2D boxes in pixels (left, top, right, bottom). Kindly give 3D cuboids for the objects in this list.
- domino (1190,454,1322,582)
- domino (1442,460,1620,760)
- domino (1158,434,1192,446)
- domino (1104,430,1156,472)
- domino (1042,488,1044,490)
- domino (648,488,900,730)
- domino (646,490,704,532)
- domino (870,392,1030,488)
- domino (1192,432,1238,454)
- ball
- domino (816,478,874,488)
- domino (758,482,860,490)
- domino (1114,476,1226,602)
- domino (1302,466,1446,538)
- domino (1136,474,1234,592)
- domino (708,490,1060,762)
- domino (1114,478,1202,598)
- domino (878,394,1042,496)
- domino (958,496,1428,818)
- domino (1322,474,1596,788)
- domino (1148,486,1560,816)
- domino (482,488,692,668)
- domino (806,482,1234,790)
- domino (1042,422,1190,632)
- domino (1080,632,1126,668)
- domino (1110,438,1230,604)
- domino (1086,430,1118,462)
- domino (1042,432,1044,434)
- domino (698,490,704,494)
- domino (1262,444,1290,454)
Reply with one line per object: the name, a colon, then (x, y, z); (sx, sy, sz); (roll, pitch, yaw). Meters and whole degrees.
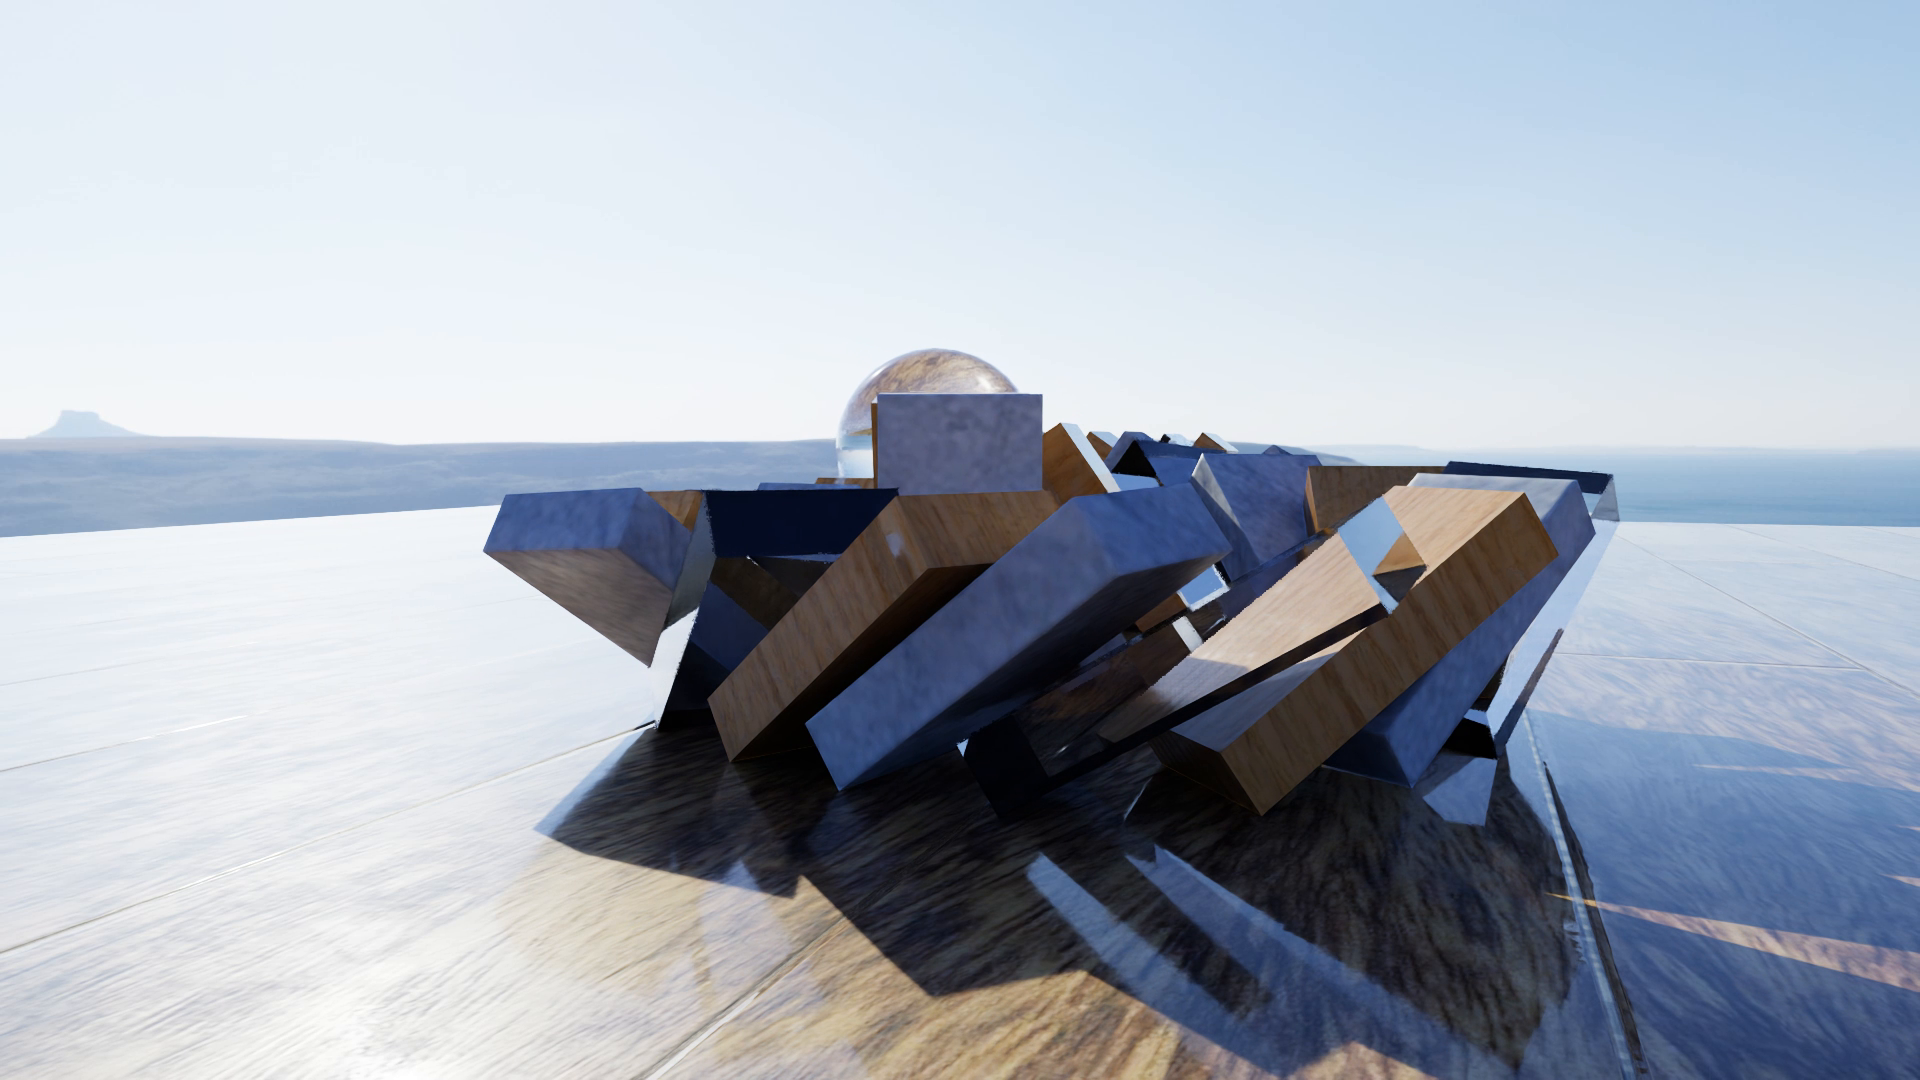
domino: (0.062, 0.005, 0.233); (0.025, 0.009, 0.050); (-1, 46, -19)
domino: (0.076, 0.008, 0.191); (0.025, 0.009, 0.050); (10, 47, 43)
domino: (0.059, -0.012, 0.421); (0.009, 0.050, 0.025); (40, 17, 14)
domino: (0.048, -0.013, 0.427); (0.009, 0.050, 0.025); (37, 16, 15)
domino: (0.028, 0.002, 0.302); (0.025, 0.009, 0.050); (3, -29, 34)
domino: (-0.027, 0.011, 0.178); (0.025, 0.009, 0.050); (-2, -31, -24)
domino: (-0.038, 0.008, 0.219); (0.025, 0.009, 0.050); (1, -28, 36)
domino: (-0.001, 0.001, 0.215); (0.025, 0.050, 0.009); (0, 16, 5)
domino: (0.069, -0.012, 0.415); (0.009, 0.050, 0.025); (40, 15, 14)
ball: (-0.009, -0.036, 0.507); (0.080, 0.080, 0.080); (0, 4, 0)
domino: (-0.007, 0.005, 0.264); (0.025, 0.009, 0.050); (3, -29, 39)
domino: (-0.016, 0.006, 0.249); (0.025, 0.009, 0.050); (3, -28, 38)
domino: (0.051, 0.000, 0.334); (0.025, 0.009, 0.050); (2, -27, 26)
domino: (0.073, 0.007, 0.215); (0.025, 0.009, 0.050); (1, 43, 7)
domino: (0.062, -0.001, 0.351); (0.025, 0.010, 0.050); (2, -27, 14)
domino: (-0.010, 0.012, 0.166); (0.025, 0.009, 0.050); (-4, -30, -42)
domino: (0.040, 0.001, 0.318); (0.025, 0.009, 0.050); (3, -27, 31)
domino: (0.000, 0.002, 0.200); (0.025, 0.050, 0.009); (0, 5, 0)
domino: (0.026, 0.013, 0.145); (0.050, 0.010, 0.025); (-34, -7, 29)
domino: (0.063, 0.010, 0.177); (0.050, 0.009, 0.025); (-44, 27, -24)
domino: (0.048, 0.012, 0.163); (0.050, 0.009, 0.025); (-37, 14, -12)
domino: (-0.046, 0.009, 0.200); (0.025, 0.009, 0.050); (-2, -30, 26)
domino: (0.006, 0.012, 0.154); (0.025, 0.010, 0.050); (-9, -27, -51)
domino: (0.031, 0.001, 0.247); (0.009, 0.050, 0.025); (-35, -4, 13)
domino: (0.015, -0.001, 0.242); (0.009, 0.050, 0.025); (-30, 7, 5)
domino: (0.052, 0.002, 0.249); (0.025, 0.009, 0.050); (4, 45, -34)
domino: (0.037, -0.013, 0.432); (0.009, 0.050, 0.025); (37, 16, 15)
domino: (0.015, -0.014, 0.440); (0.009, 0.050, 0.025); (37, 16, 15)
domino: (-0.027, 0.008, 0.235); (0.025, 0.010, 0.050); (3, -27, 36)
domino: (0.084, -0.009, 0.401); (0.050, 0.009, 0.025); (-40, -21, 19)
